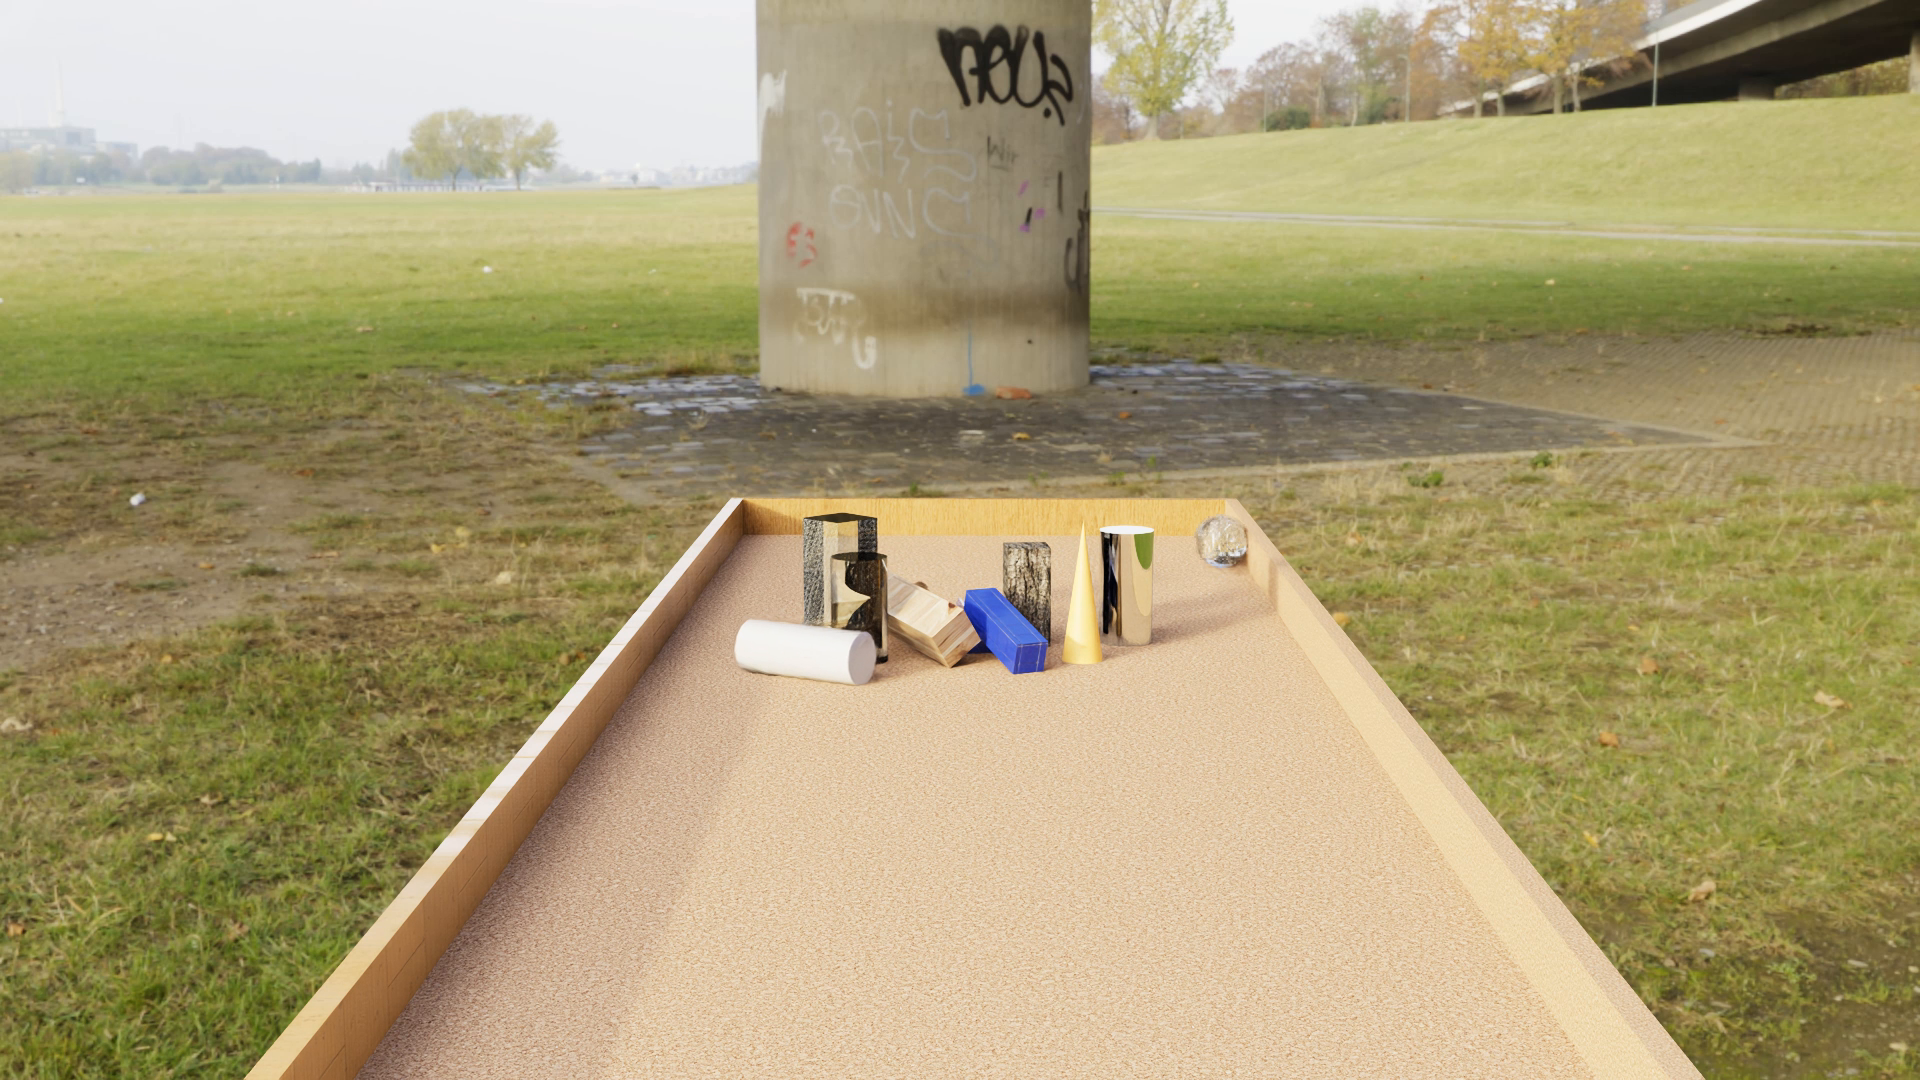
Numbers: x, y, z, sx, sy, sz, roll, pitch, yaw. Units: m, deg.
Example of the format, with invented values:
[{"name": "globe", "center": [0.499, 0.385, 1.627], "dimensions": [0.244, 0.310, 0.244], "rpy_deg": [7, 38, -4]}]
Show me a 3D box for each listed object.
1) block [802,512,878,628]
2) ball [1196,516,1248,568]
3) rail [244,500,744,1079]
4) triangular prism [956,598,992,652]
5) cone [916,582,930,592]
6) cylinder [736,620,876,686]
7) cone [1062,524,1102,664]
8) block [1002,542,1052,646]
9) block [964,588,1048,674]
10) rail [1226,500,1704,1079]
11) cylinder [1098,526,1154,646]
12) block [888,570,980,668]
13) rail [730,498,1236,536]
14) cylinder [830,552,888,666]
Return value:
[{"name": "block", "center": [-0.377, 0.125, 6.958], "dimensions": [0.167, 0.395, 0.167], "rpy_deg": [-9, 12, -43]}, {"name": "ball", "center": [0.991, 0.008, 8.341], "dimensions": [0.193, 0.193, 0.193], "rpy_deg": [0, 9, 0]}, {"name": "rail", "center": [-1.004, 0.839, 3.234], "dimensions": [0.050, 0.150, 12.000], "rpy_deg": [0, 9, 1]}, {"name": "triangular prism", "center": [0.022, 0.268, 6.996], "dimensions": [0.110, 0.096, 0.423], "rpy_deg": [-1, 9, -7]}, {"name": "cone", "center": [-0.264, 0.246, 7.203], "dimensions": [0.329, 0.166, 0.166], "rpy_deg": [-11, 3, 25]}, {"name": "cylinder", "center": [-0.453, 0.327, 6.445], "dimensions": [0.390, 0.156, 0.156], "rpy_deg": [5, 10, 29]}, {"name": "cone", "center": [0.373, 0.153, 6.673], "dimensions": [0.125, 0.429, 0.125], "rpy_deg": [0, 9, 0]}, {"name": "block", "center": [0.210, 0.171, 6.933], "dimensions": [0.137, 0.312, 0.137], "rpy_deg": [-1, 9, -5]}, {"name": "block", "center": [0.133, 0.272, 6.645], "dimensions": [0.101, 0.101, 0.360], "rpy_deg": [-4, 27, -26]}, {"name": "rail", "center": [1.046, 0.843, 3.208], "dimensions": [0.050, 0.150, 12.000], "rpy_deg": [0, 9, 1]}, {"name": "cylinder", "center": [0.525, 0.145, 6.951], "dimensions": [0.172, 0.358, 0.172], "rpy_deg": [0, 9, 0]}, {"name": "block", "center": [-0.134, 0.236, 6.741], "dimensions": [0.130, 0.130, 0.440], "rpy_deg": [-41, 35, -18]}, {"name": "rail", "center": [0.099, -0.098, 9.147], "dimensions": [2.100, 0.150, 0.050], "rpy_deg": [0, 9, 1]}, {"name": "cylinder", "center": [-0.306, 0.208, 6.674], "dimensions": [0.173, 0.320, 0.173], "rpy_deg": [0, 9, 0]}]
